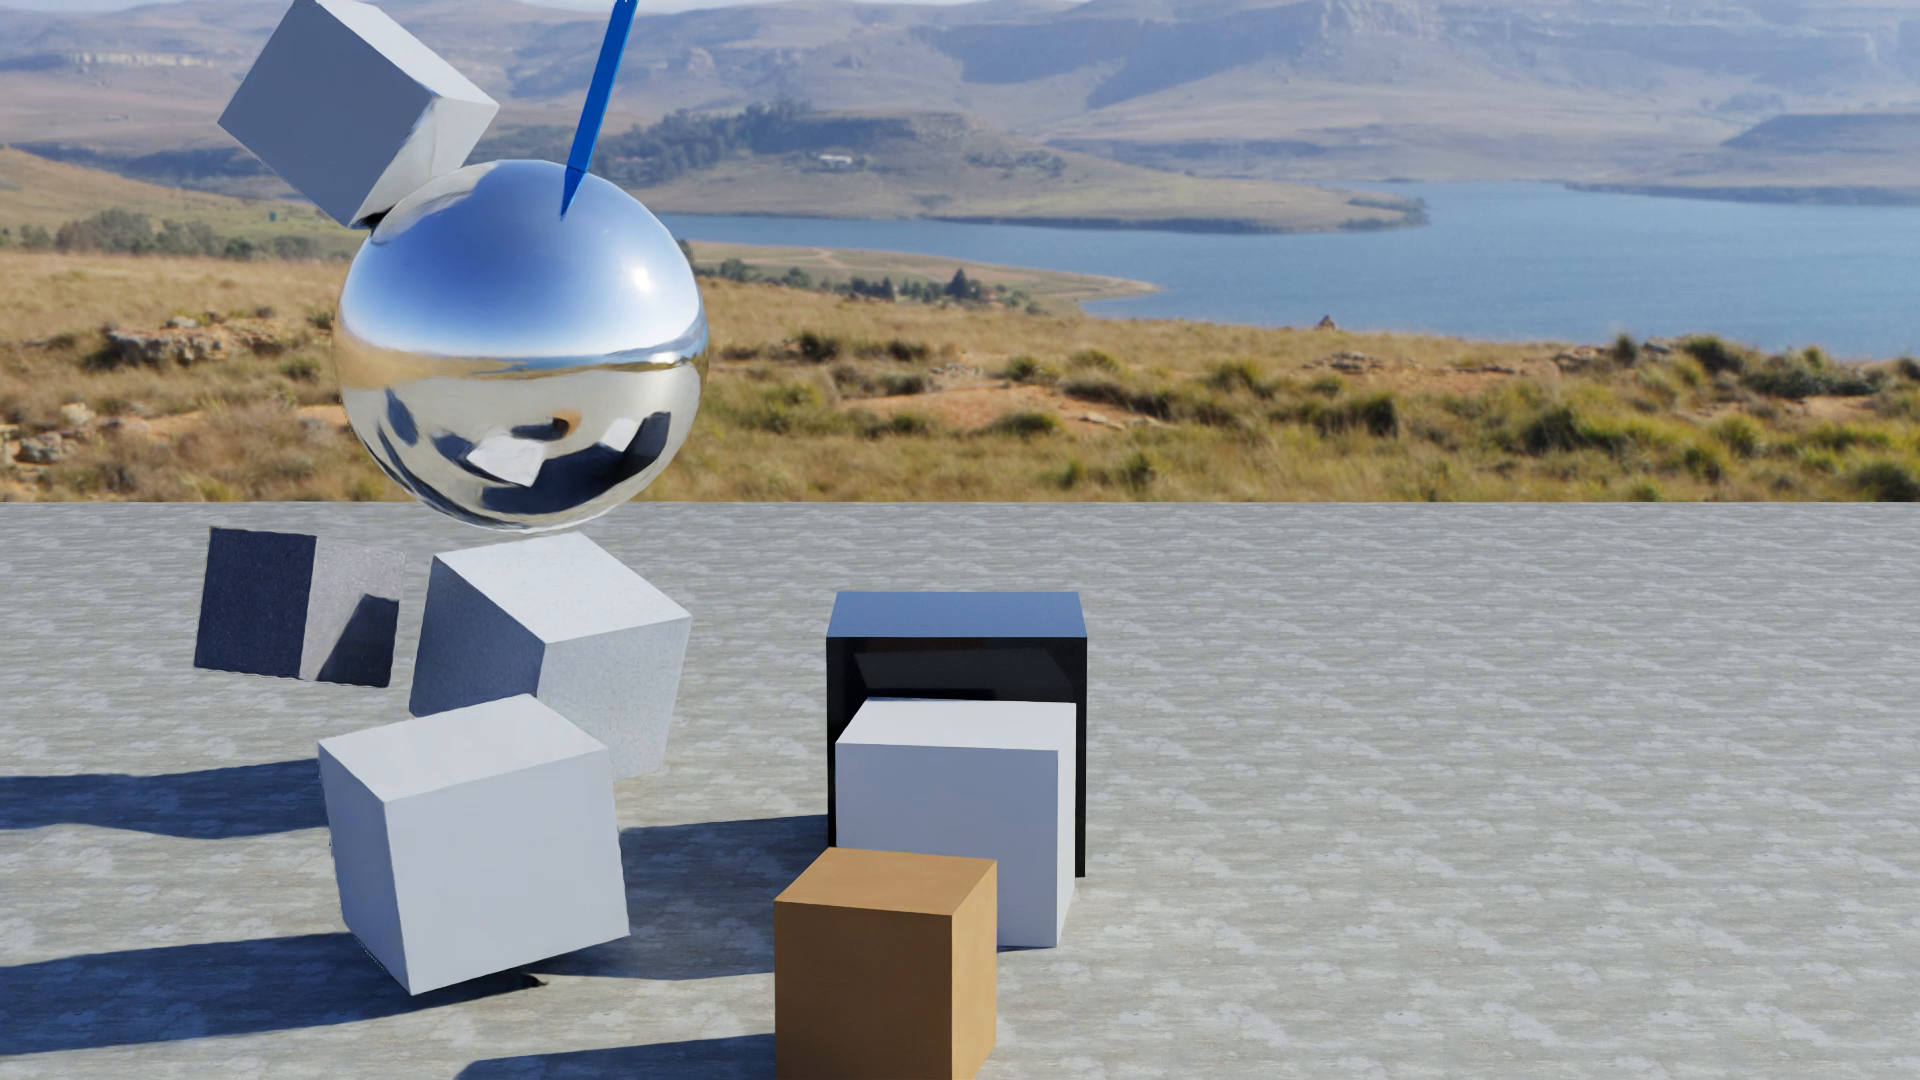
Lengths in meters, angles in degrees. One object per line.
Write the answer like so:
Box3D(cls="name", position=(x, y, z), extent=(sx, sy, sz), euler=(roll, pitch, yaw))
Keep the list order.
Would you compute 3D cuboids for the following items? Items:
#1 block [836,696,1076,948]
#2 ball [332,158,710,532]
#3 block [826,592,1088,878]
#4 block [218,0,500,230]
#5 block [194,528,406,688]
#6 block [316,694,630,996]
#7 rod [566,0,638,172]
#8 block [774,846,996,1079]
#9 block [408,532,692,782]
Box3D(cls="block", position=(-0.003, 1.171, 10.810), extent=(0.908, 0.829, 0.789), euler=(1, 10, 8))
Box3D(cls="ball", position=(-1.876, -0.831, 11.029), extent=(1.600, 1.600, 1.600), euler=(0, 10, 0))
Box3D(cls="block", position=(-0.012, 0.868, 11.752), extent=(1.138, 1.087, 0.994), euler=(0, 10, 0))
Box3D(cls="block", position=(-2.581, -1.835, 11.061), extent=(0.742, 0.683, 0.659), euler=(39, 13, 8))
Box3D(cls="block", position=(-3.274, 0.342, 12.750), extent=(0.667, 0.688, 0.676), euler=(4, -6, 27))
Box3D(cls="block", position=(-1.929, 1.175, 10.143), extent=(0.888, 0.777, 0.897), euler=(-12, 16, -27))
Box3D(cls="rod", position=(-0.813, -4.008, 10.452), extent=(0.080, 5.200, 0.080), euler=(18, 10, -3))
Box3D(cls="block", position=(-0.254, 1.544, 9.121), extent=(0.635, 0.700, 0.644), euler=(3, 11, 14))
Box3D(cls="block", position=(-2.069, 0.623, 12.906), extent=(0.894, 0.895, 0.969), euler=(-10, 33, -44))
